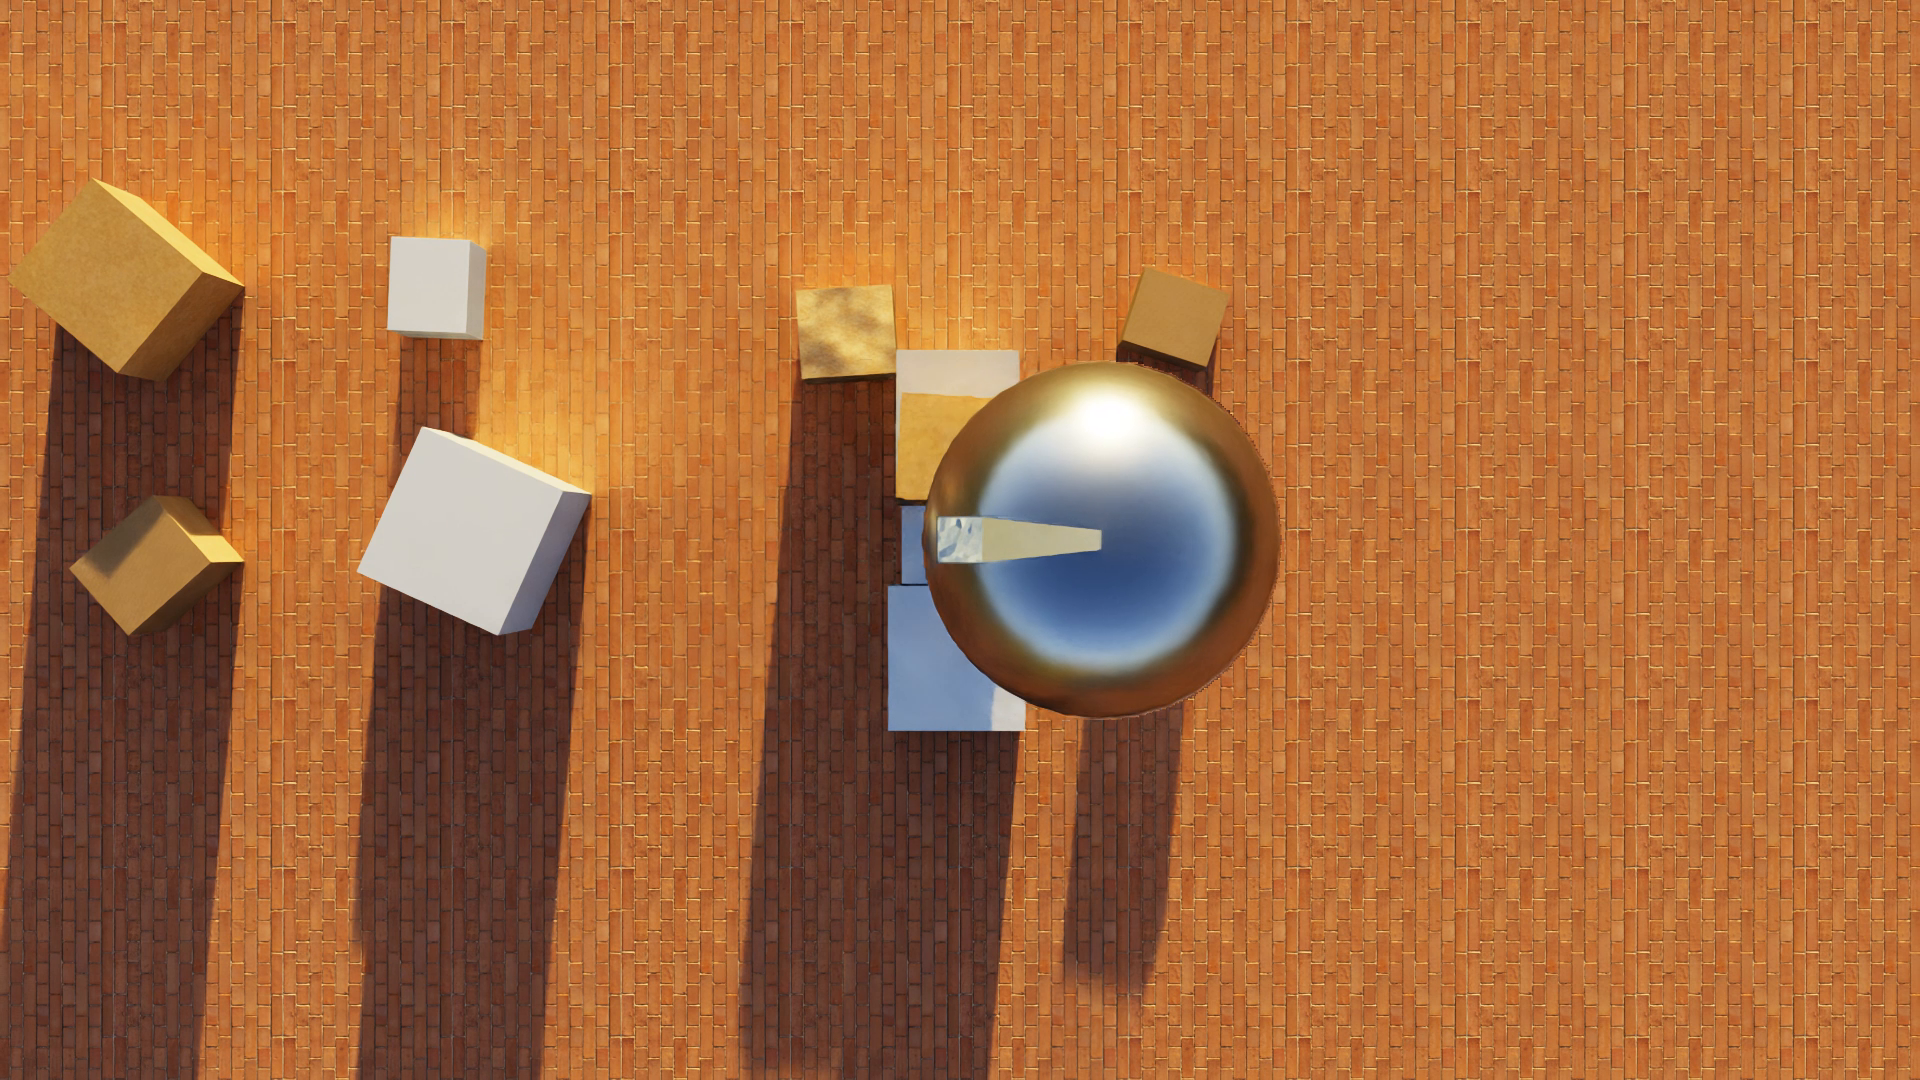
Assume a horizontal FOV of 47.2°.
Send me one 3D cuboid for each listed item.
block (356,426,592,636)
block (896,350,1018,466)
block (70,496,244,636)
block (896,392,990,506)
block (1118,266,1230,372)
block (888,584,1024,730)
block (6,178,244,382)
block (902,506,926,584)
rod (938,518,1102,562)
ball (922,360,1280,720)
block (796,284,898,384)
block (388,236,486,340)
[{"bbox_3d":[-2.739,-0.049,12.524,0.850,0.952,0.872,24,90,0],"label":"block"},{"bbox_3d":[-0.015,-0.711,12.644,0.683,0.713,0.699,0,90,0],"label":"block"},{"bbox_3d":[-4.633,0.143,12.713,0.626,0.575,0.507,-42,90,0],"label":"block"},{"bbox_3d":[-0.011,-0.469,11.949,0.632,0.654,0.562,3,88,0],"label":"block"},{"bbox_3d":[1.235,-1.274,12.771,0.504,0.459,0.440,18,90,0],"label":"block"},{"bbox_3d":[-0.019,0.661,12.631,0.763,0.738,0.806,0,90,0],"label":"block"},{"bbox_3d":[-4.777,-1.478,12.641,0.813,0.718,0.742,40,90,0],"label":"block"},{"bbox_3d":[-0.026,-0.054,12.636,0.593,0.728,0.594,0,90,0],"label":"block"},{"bbox_3d":[0.272,0.000,6.473,0.080,5.200,0.080,0,90,6],"label":"rod"},{"bbox_3d":[0.627,0.000,9.855,1.600,1.600,1.600,0,90,0],"label":"ball"},{"bbox_3d":[-0.645,-1.185,12.746,0.544,0.508,0.502,-4,90,0],"label":"block"},{"bbox_3d":[-3.033,-1.457,12.776,0.449,0.448,0.532,2,90,0],"label":"block"}]
